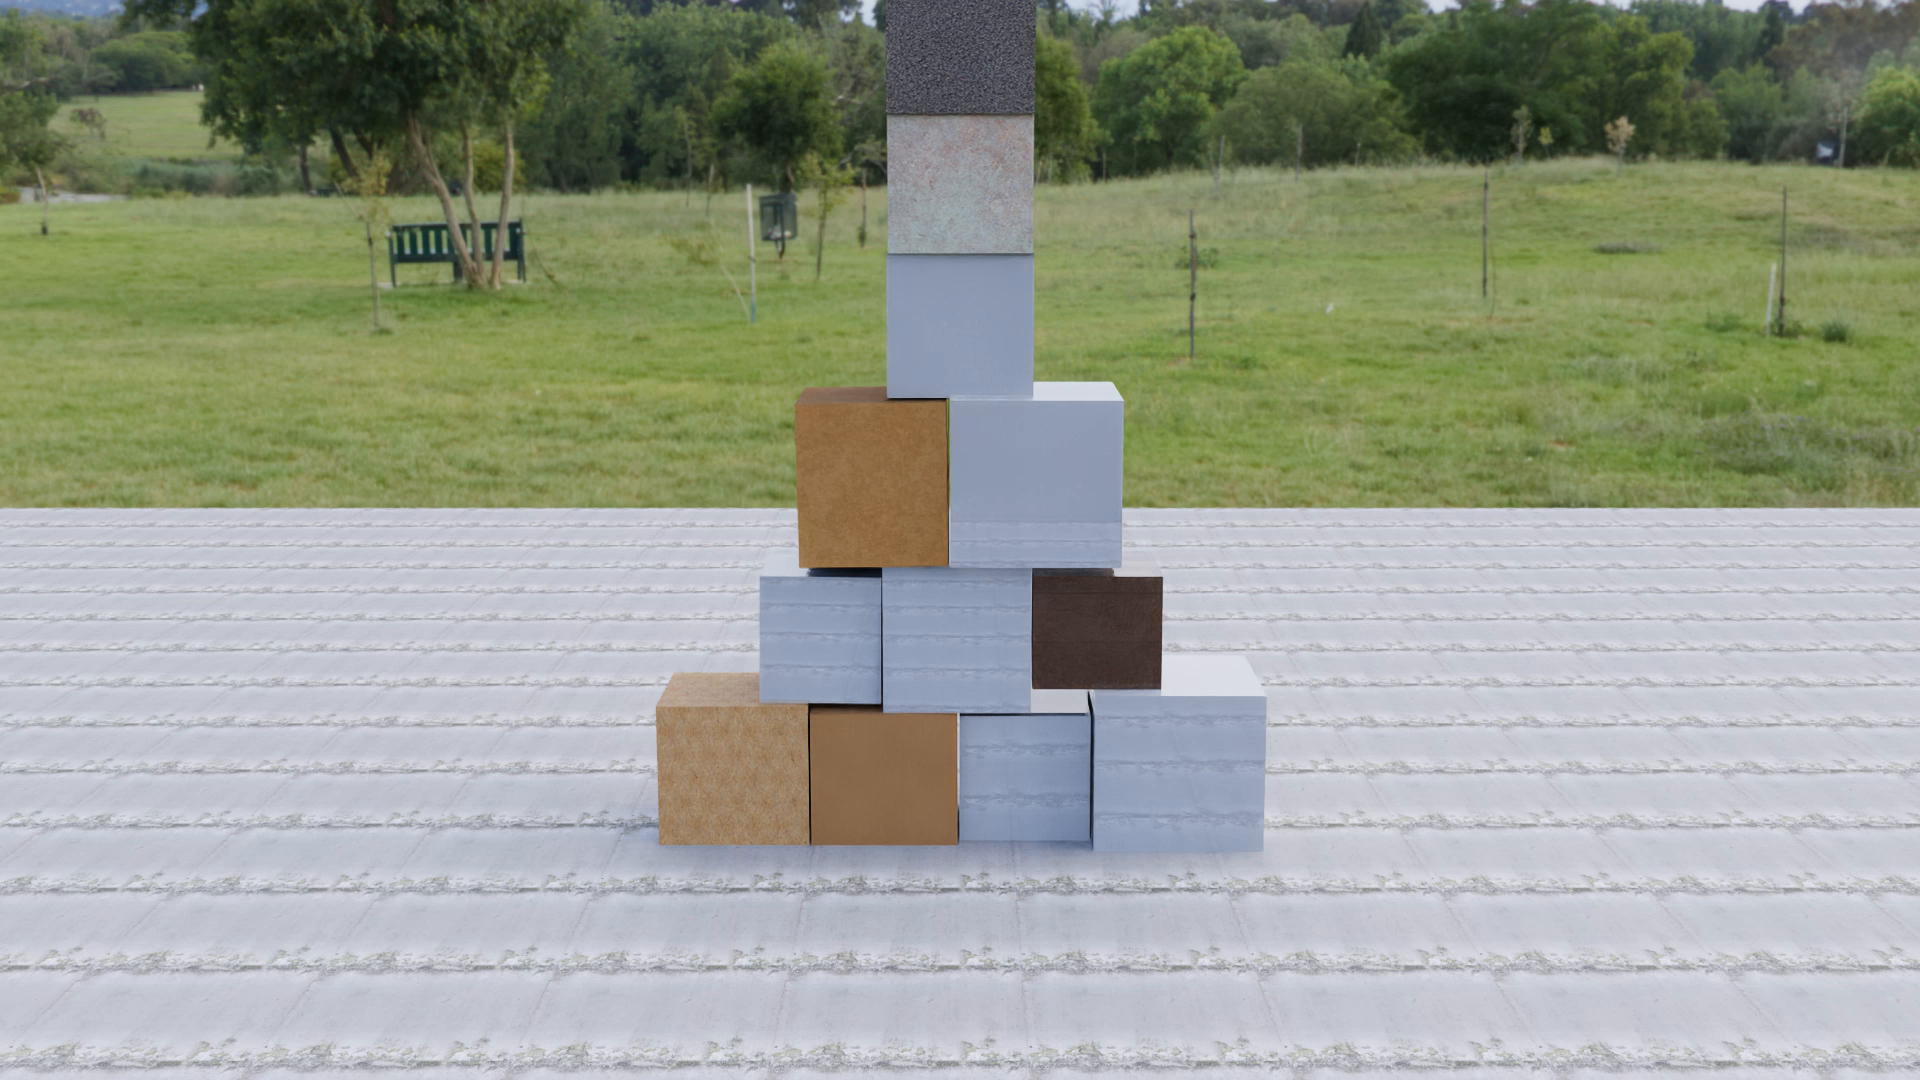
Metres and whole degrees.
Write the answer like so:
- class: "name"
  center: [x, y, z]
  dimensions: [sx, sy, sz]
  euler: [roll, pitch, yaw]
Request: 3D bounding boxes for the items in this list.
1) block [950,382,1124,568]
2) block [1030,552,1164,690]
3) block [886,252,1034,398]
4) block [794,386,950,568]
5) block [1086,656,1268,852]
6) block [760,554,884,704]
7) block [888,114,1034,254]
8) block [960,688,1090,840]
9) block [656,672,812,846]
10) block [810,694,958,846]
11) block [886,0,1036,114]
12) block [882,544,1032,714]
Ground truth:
- class: "block"
  center: [0.373, -0.343, 11.116]
  dimensions: [0.839, 0.825, 0.838]
  euler: [0, 10, 0]
- class: "block"
  center: [0.685, 0.404, 11.269]
  dimensions: [0.644, 0.576, 0.669]
  euler: [0, 10, 0]
- class: "block"
  center: [0.002, -1.095, 10.983]
  dimensions: [0.714, 0.702, 0.628]
  euler: [0, 10, 0]
- class: "block"
  center: [-0.430, -0.332, 11.105]
  dimensions: [0.733, 0.807, 0.756]
  euler: [-1, 10, 0]
- class: "block"
  center: [1.093, 1.085, 11.365]
  dimensions: [0.850, 0.798, 0.878]
  euler: [0, 10, 0]
- class: "block"
  center: [-0.695, 0.449, 11.272]
  dimensions: [0.612, 0.647, 0.591]
  euler: [1, 10, 0]
- class: "block"
  center: [0.003, -1.764, 10.854]
  dimensions: [0.699, 0.660, 0.681]
  euler: [0, 10, 0]
- class: "block"
  center: [0.327, 1.153, 11.407]
  dimensions: [0.661, 0.650, 0.595]
  euler: [0, 10, 0]
- class: "block"
  center: [-1.139, 1.121, 11.386]
  dimensions: [0.758, 0.720, 0.717]
  euler: [0, 10, 0]
- class: "block"
  center: [-0.381, 1.142, 11.384]
  dimensions: [0.736, 0.680, 0.715]
  euler: [0, 10, 0]
- class: "block"
  center: [0.003, -2.380, 10.729]
  dimensions: [0.706, 0.596, 0.713]
  euler: [0, 10, 0]
- class: "block"
  center: [-0.015, 0.432, 11.273]
  dimensions: [0.737, 0.757, 0.688]
  euler: [0, 10, 0]
